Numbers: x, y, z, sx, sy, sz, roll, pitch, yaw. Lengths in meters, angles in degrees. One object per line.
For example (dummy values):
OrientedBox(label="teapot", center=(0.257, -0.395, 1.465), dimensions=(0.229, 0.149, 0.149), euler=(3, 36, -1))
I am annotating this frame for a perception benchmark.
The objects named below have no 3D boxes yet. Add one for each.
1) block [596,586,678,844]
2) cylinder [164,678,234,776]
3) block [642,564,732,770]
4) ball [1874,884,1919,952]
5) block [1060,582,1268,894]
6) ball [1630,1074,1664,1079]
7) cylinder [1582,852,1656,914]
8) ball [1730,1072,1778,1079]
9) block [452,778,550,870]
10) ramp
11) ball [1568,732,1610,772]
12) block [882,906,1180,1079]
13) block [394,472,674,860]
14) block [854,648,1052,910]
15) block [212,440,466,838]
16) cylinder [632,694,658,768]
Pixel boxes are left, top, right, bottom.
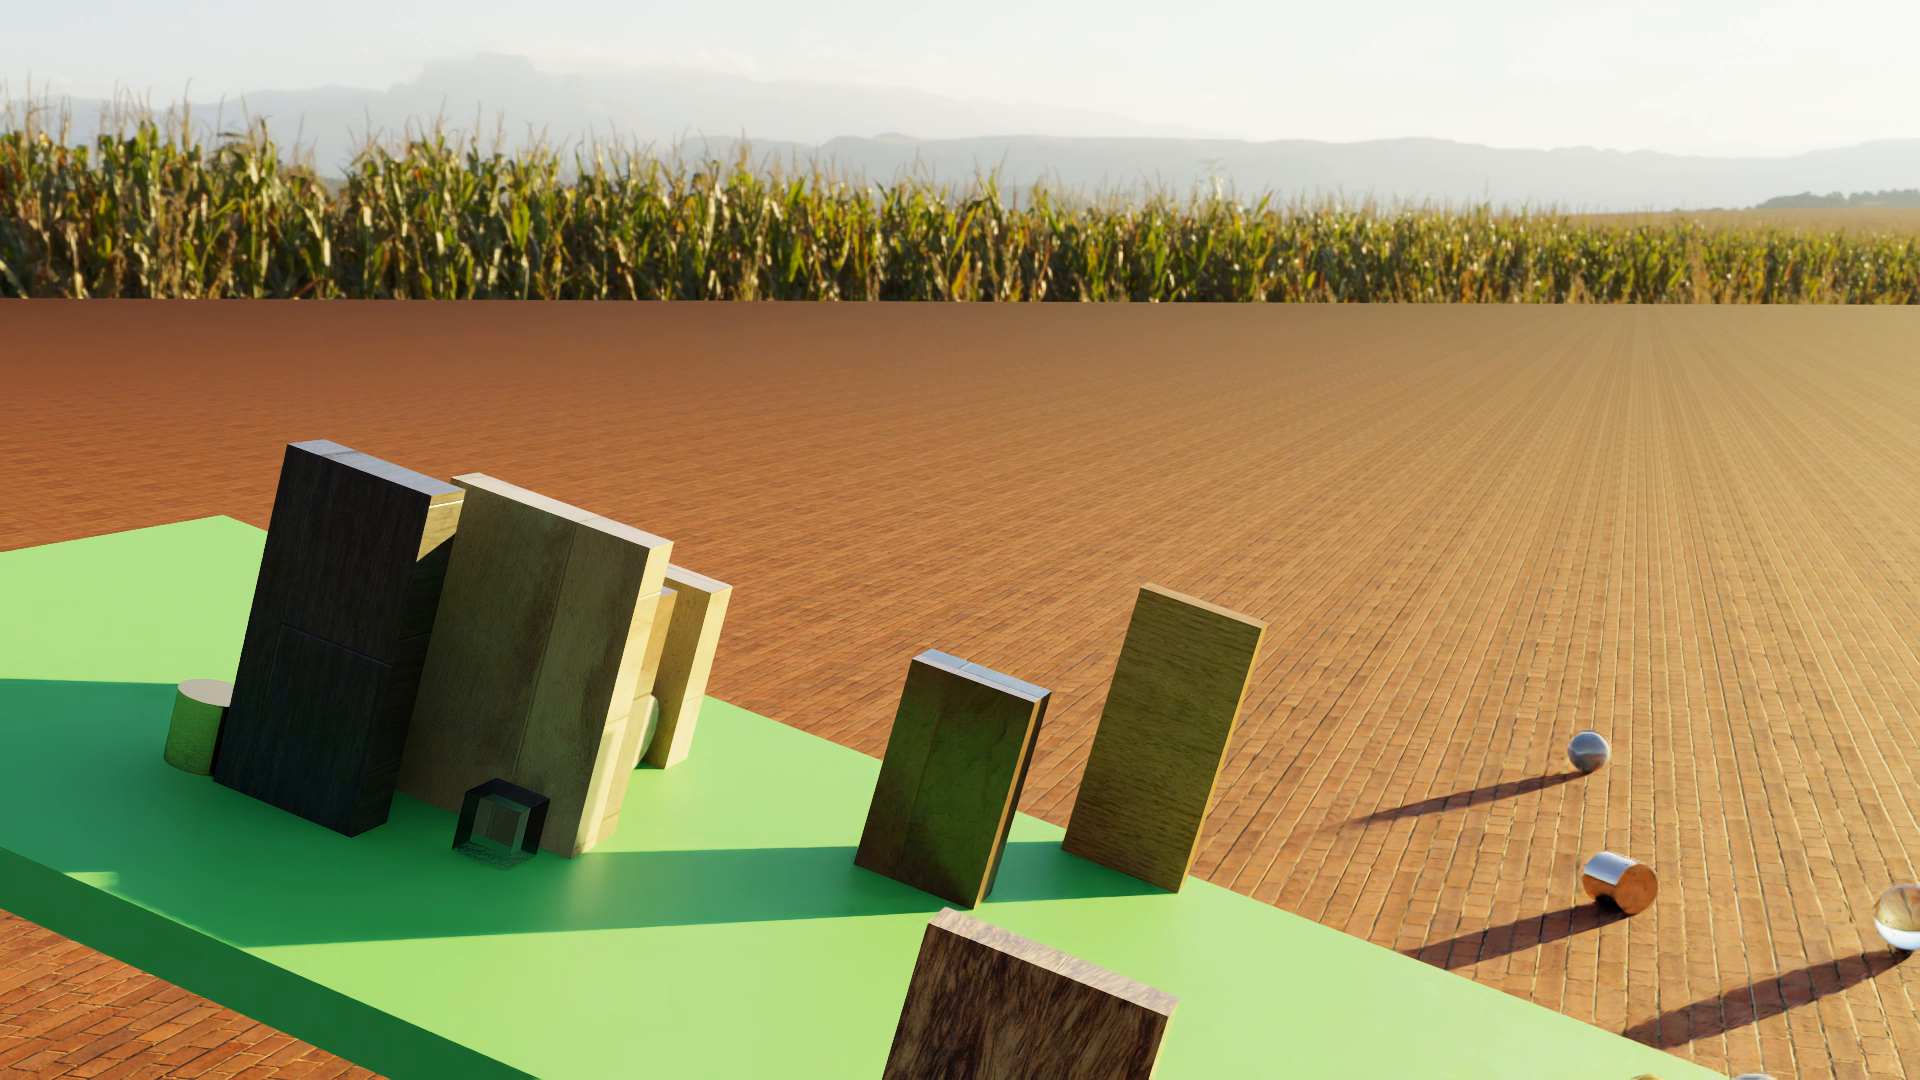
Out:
OrientedBox(label="block", center=(-0.753, 0.295, 4.234), dimensions=(0.290, 0.505, 0.092), euler=(19, 12, 14))
OrientedBox(label="cylinder", center=(-1.385, 0.346, 4.060), dimensions=(0.138, 0.138, 0.138), euler=(15, 11, -3))
OrientedBox(label="block", center=(-0.760, 0.229, 4.796), dimensions=(0.429, 0.404, 0.114), euler=(19, 12, 14))
OrientedBox(label="ball", center=(2.604, 1.035, 6.029), dimensions=(0.181, 0.181, 0.181), euler=(0, 7, 0))
OrientedBox(label="block", center=(0.451, 0.439, 4.884), dimensions=(0.280, 0.629, 0.084), euler=(19, 12, 14))
OrientedBox(label="ball", center=(1.333, 1.094, 4.254), dimensions=(0.117, 0.117, 0.117), euler=(0, 7, 0))
OrientedBox(label="cylinder", center=(1.929, 1.003, 6.433), dimensions=(0.149, 0.149, 0.149), euler=(-3, 7, -22))
OrientedBox(label="ball", center=(1.533, 1.120, 4.229), dimensions=(0.185, 0.185, 0.185), euler=(0, 7, 0))
OrientedBox(label="block", center=(-0.840, 0.520, 4.030), dimensions=(0.114, 0.114, 0.114), euler=(19, 12, 14))
OrientedBox(label="ramp", center=(-0.373, 0.724, 4.237), dimensions=(4.000, 0.100, 2.000), euler=(19, 12, 14))
OrientedBox(label="ball", center=(2.342, 0.790, 8.192), dimensions=(0.152, 0.152, 0.152), euler=(0, 7, 0))
OrientedBox(label="block", center=(0.081, 0.798, 3.214), dimensions=(0.371, 0.408, 0.085), euler=(19, 12, 14))
OrientedBox(label="block", center=(-0.822, 0.234, 4.146), dimensions=(0.420, 0.617, 0.101), euler=(19, 12, 14))
OrientedBox(label="block", center=(-0.016, 0.484, 4.478), dimensions=(0.266, 0.451, 0.129), euler=(19, 12, 14))
OrientedBox(label="block", center=(-1.119, 0.175, 3.954), dimensions=(0.297, 0.645, 0.115), euler=(19, 12, 14))
OrientedBox(label="cylinder", center=(-0.759, 0.381, 4.654), dimensions=(0.175, 0.175, 0.175), euler=(19, 12, 16))
